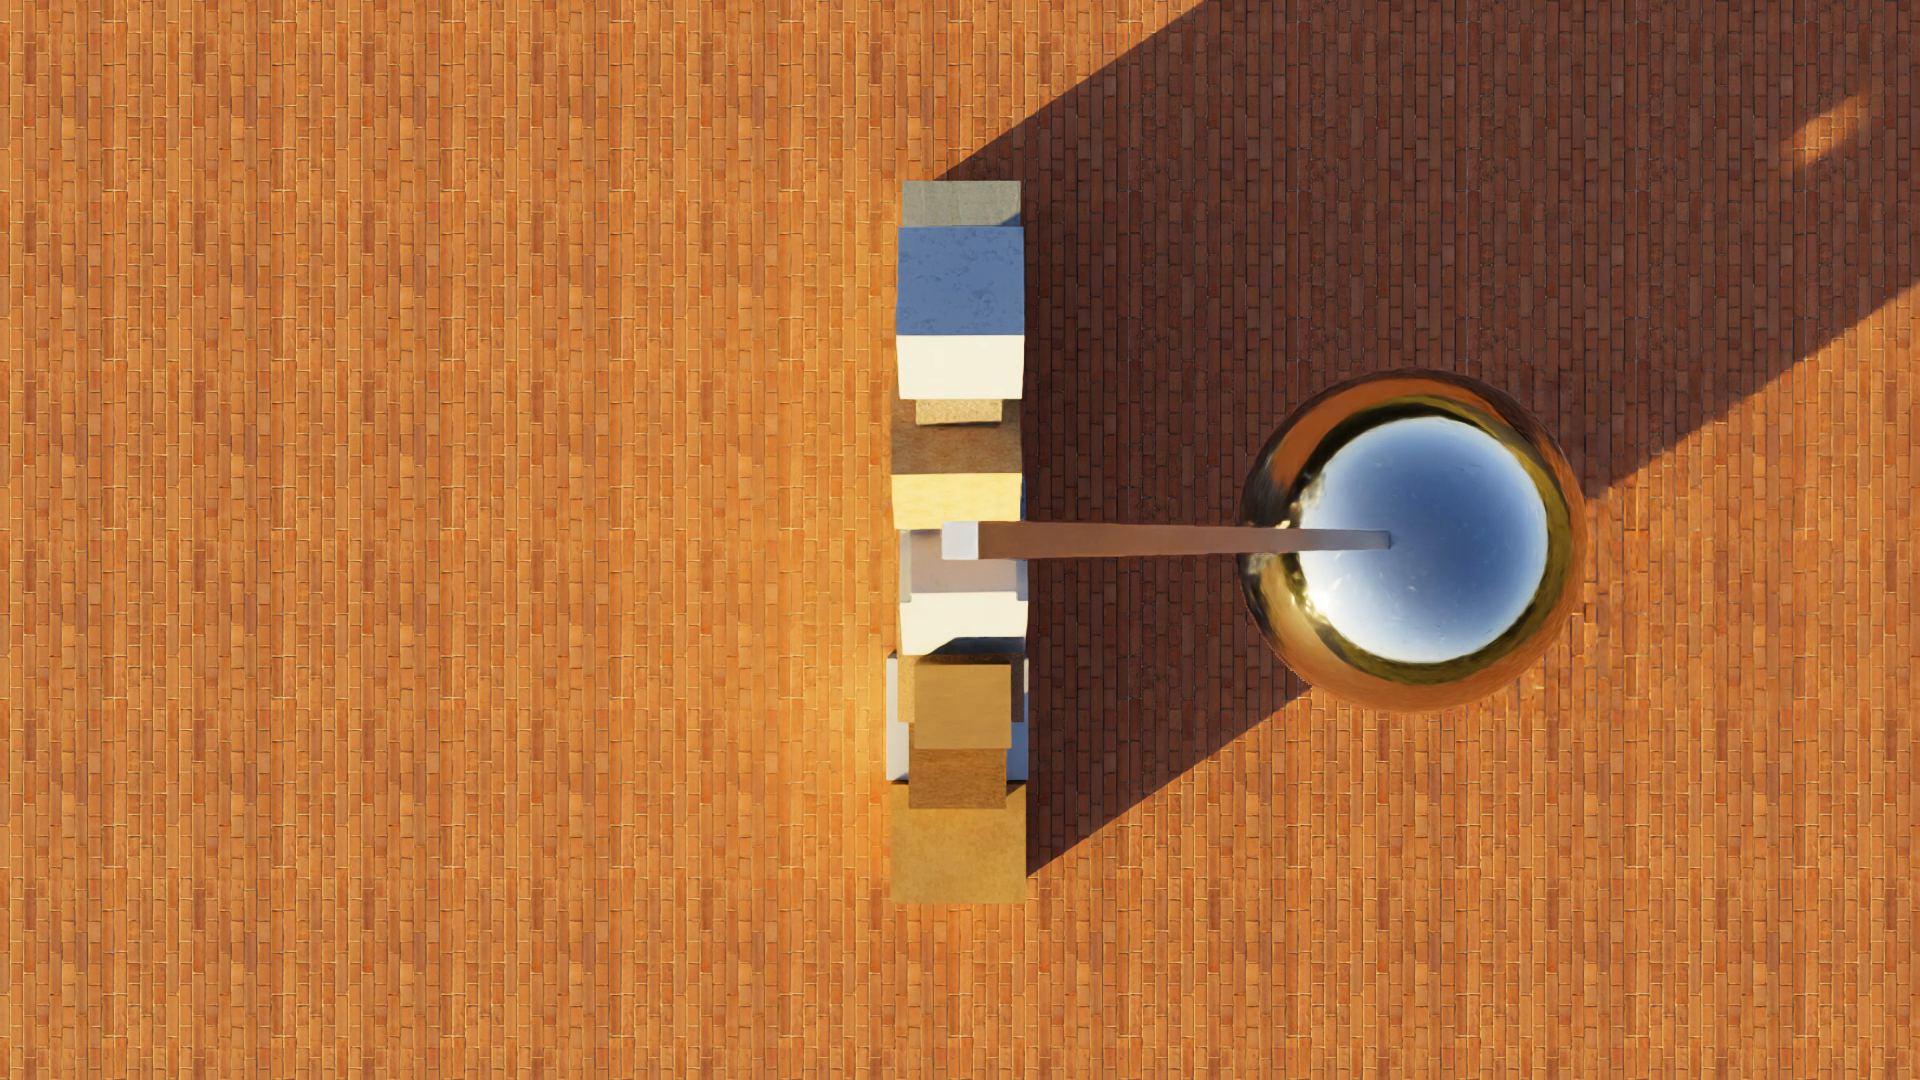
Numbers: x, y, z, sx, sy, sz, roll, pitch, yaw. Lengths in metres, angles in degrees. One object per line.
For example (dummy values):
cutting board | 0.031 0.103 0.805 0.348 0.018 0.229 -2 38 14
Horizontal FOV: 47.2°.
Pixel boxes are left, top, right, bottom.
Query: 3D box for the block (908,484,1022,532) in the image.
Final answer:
block | 0.011 -0.410 10.776 0.553 0.497 0.575 -1 65 0

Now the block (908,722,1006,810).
block | -0.013 1.191 11.914 0.516 0.542 0.473 0 89 0

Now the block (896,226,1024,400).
block | 0.003 -0.973 9.471 0.531 0.522 0.543 0 63 0

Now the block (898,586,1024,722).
block | 0.004 0.599 11.857 0.663 0.725 0.703 0 90 0

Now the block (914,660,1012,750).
block | 0.013 0.842 11.294 0.488 0.401 0.421 0 90 0

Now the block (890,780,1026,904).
block | -0.010 1.685 12.592 0.751 0.817 0.660 0 90 0

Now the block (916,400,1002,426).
block | -0.009 -0.786 9.861 0.380 0.343 0.432 -1 63 0

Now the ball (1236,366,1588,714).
ball | 2.074 0.000 10.161 1.600 1.600 1.600 0 90 0

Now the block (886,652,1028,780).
block | -0.014 1.006 12.664 0.794 0.672 0.680 0 90 0

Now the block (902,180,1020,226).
block | 0.007 -1.669 12.669 0.664 0.662 0.692 0 90 0

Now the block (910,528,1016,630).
block | 0.014 0.101 10.564 0.494 0.450 0.530 -1 65 0

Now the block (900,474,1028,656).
block | 0.016 0.132 11.173 0.628 0.679 0.693 -1 65 0

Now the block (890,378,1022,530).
block | -0.019 -0.399 10.183 0.584 0.568 0.497 -1 65 0

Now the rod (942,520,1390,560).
rod | 0.899 0.000 6.971 0.080 5.200 0.080 0 90 20
